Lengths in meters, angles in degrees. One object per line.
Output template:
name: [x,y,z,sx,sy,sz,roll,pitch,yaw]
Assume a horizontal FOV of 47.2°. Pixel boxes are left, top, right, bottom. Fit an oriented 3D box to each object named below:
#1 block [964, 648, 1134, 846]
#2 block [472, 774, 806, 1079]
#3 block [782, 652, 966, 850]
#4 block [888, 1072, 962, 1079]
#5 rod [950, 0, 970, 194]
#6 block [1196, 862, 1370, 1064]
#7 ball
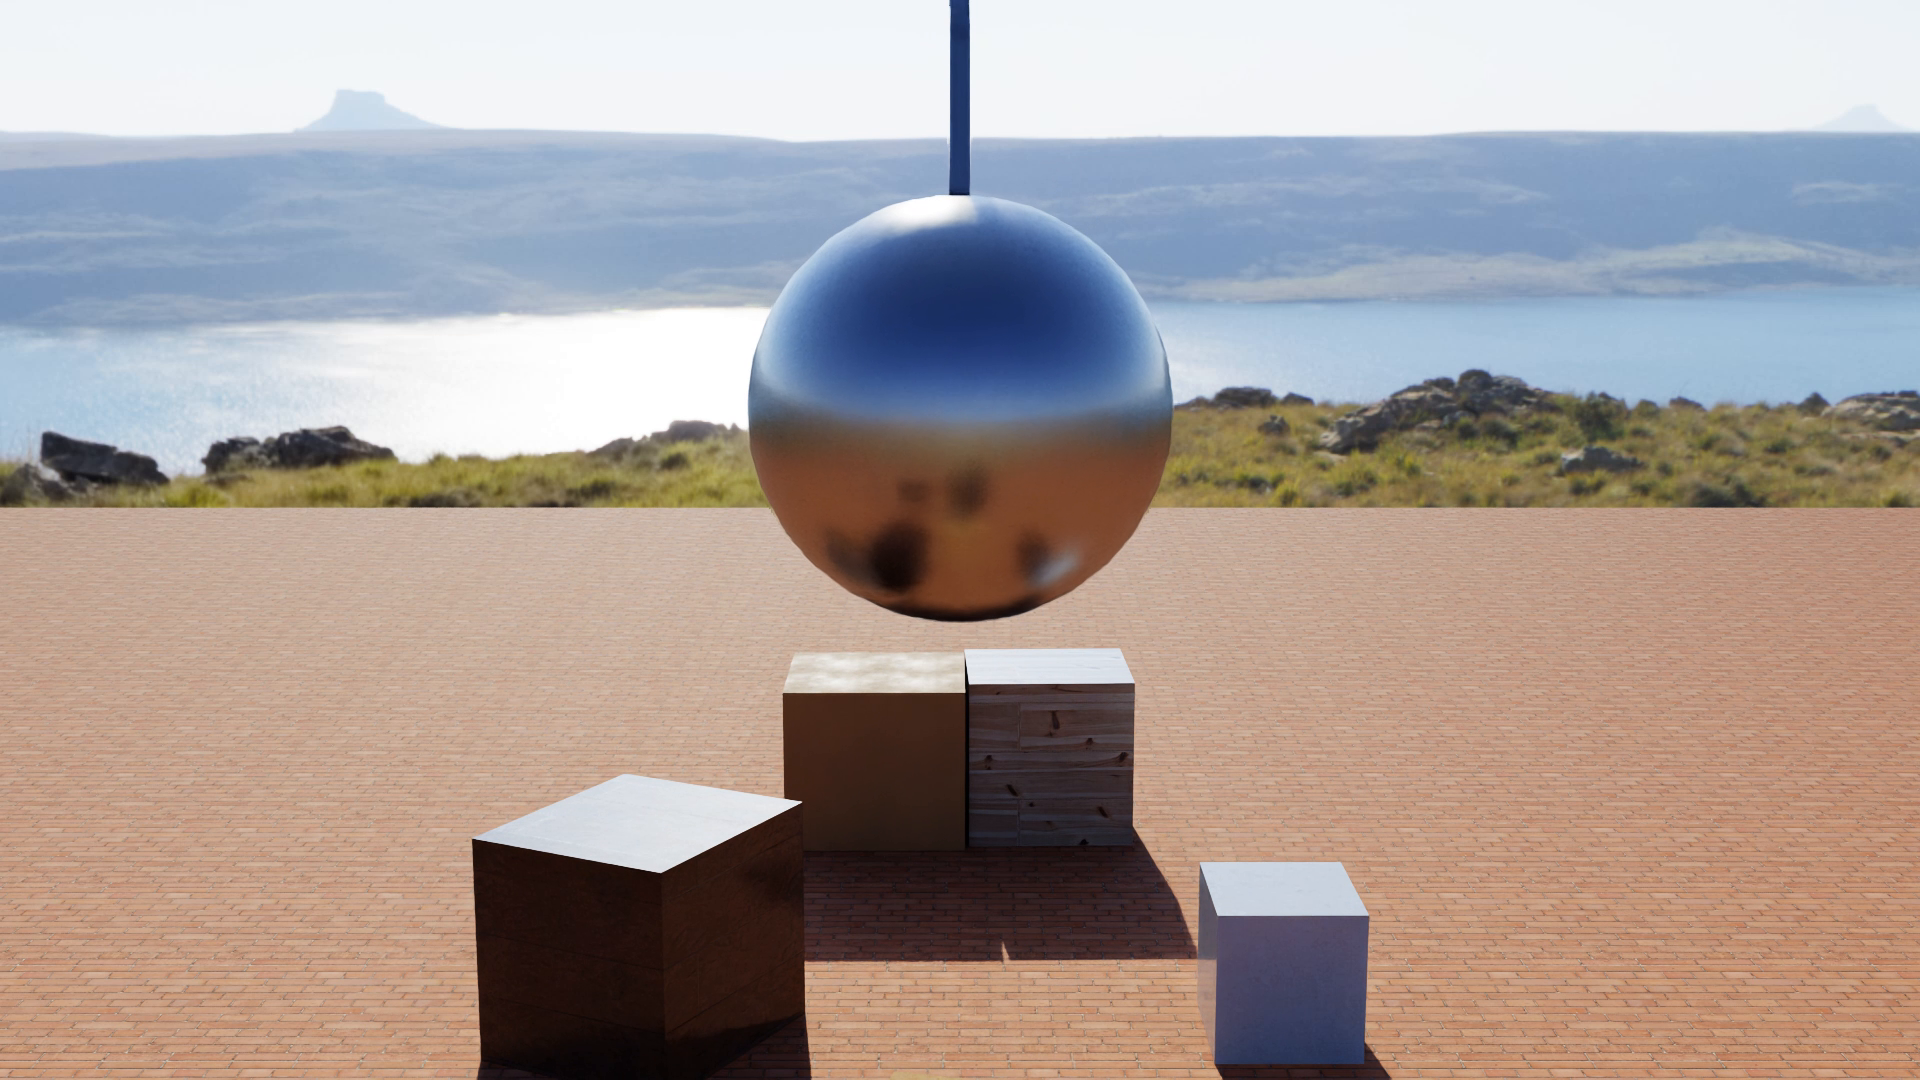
block: [0.448,1.060,11.380,0.826,0.842,0.754,0,10,-2]
block: [-1.241,1.530,8.648,0.869,0.895,0.977,5,12,27]
block: [-0.427,1.078,11.361,0.902,0.814,0.861,0,10,0]
block: [0.019,2.059,6.447,0.687,0.641,0.809,3,11,15]
rod: [0.000,-3.734,9.274,0.080,5.200,0.080,0,-17,0]
block: [1.267,1.667,8.721,0.576,0.601,0.627,0,10,0]
ball: [0.000,-0.490,8.258,1.600,1.600,1.600,0,10,0]
